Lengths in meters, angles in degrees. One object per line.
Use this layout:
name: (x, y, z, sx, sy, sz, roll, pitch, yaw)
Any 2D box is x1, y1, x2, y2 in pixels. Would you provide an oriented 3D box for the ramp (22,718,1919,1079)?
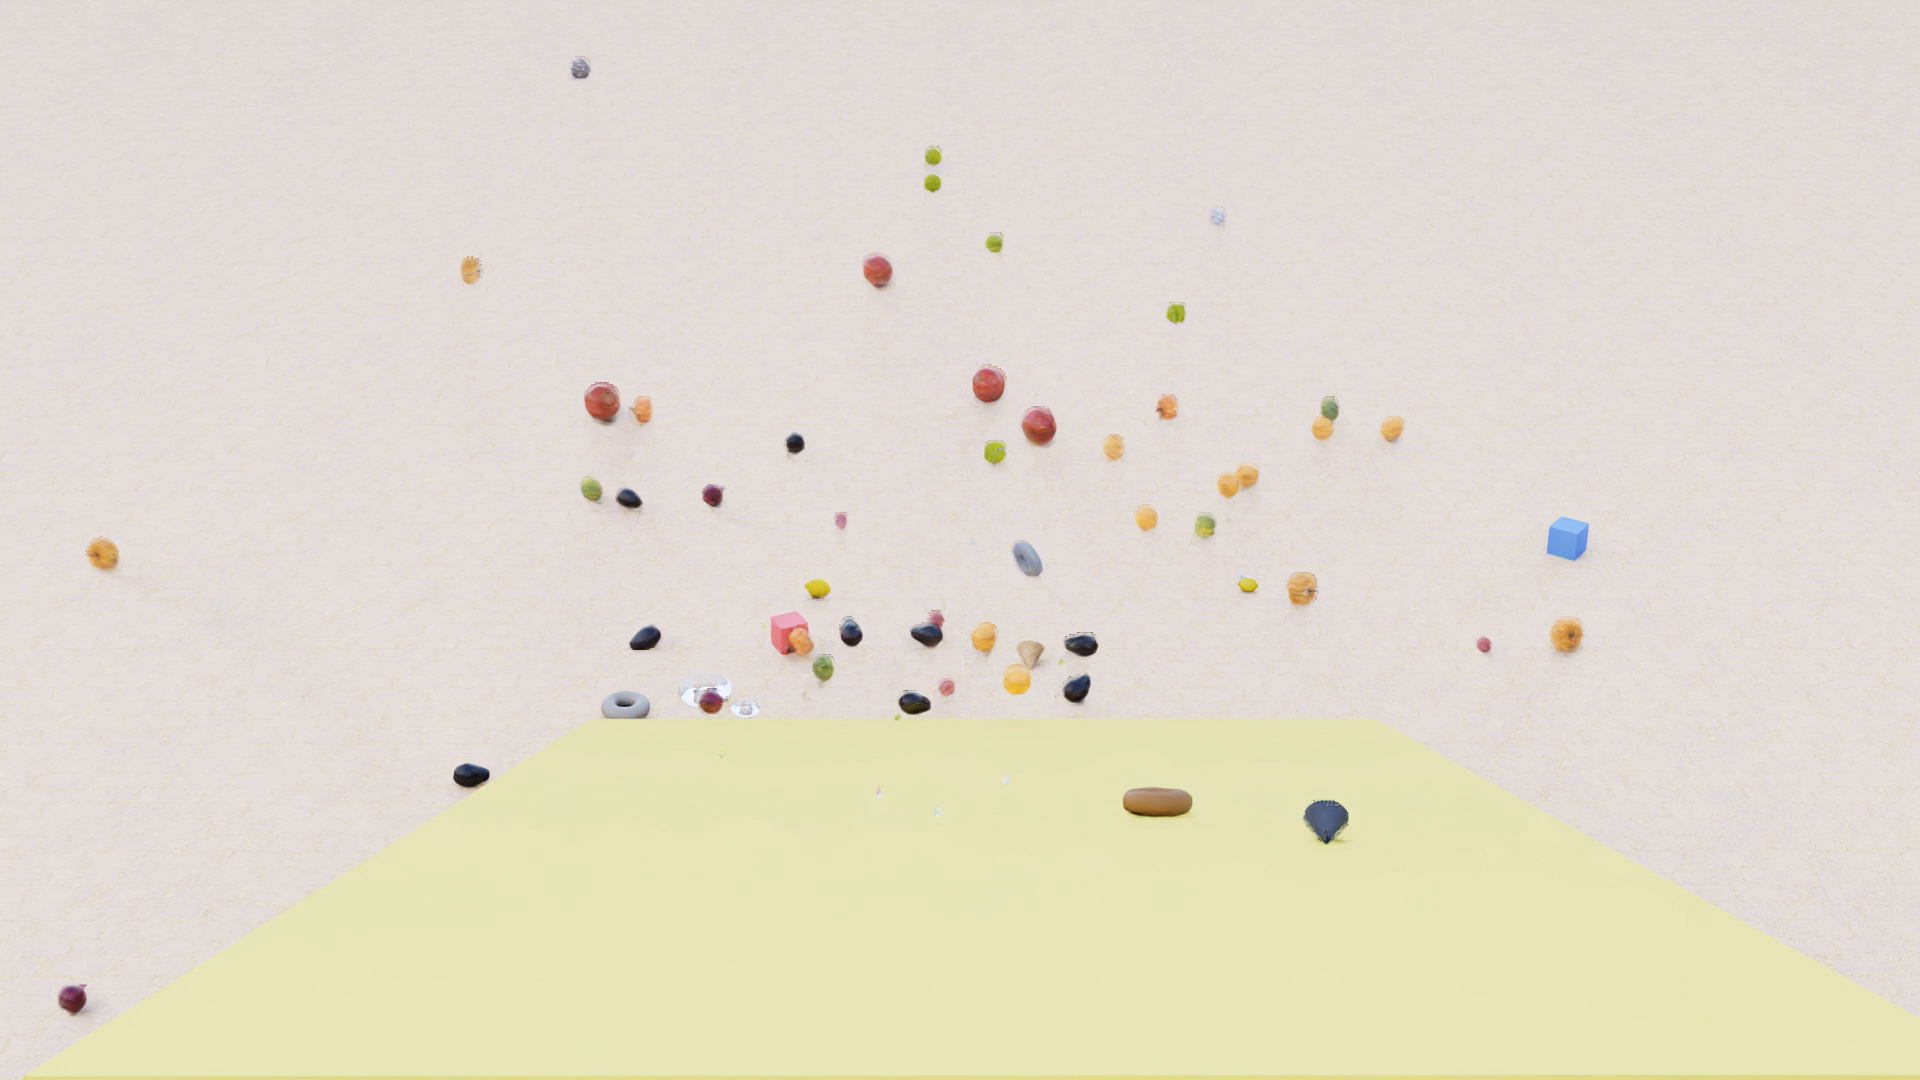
ramp: (0.060, 0.545, 4.581, 2.000, 0.100, 4.000, 0, 1, 0)

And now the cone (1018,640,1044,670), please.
cone: (0.190, 0.325, 7.003, 0.075, 0.075, 0.075, 2, 53, 4)

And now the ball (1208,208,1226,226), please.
ball: (1.010, -1.269, 10.139, 0.066, 0.066, 0.066, 0, 27, 0)

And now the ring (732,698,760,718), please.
ring: (-0.563, 0.441, 6.781, 0.076, 0.025, 0.076, 1, 26, 0)

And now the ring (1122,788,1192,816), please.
ring: (0.356, 0.472, 4.663, 0.128, 0.043, 0.128, 1, 0, 0)

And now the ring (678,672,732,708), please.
ring: (-0.676, 0.397, 6.845, 0.143, 0.048, 0.143, -1, 27, 1)

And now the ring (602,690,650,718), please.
ring: (-0.877, 0.438, 6.768, 0.129, 0.043, 0.129, 1, 27, -1)

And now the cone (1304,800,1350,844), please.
cone: (0.608, 0.484, 4.288, 0.076, 0.076, 0.076, 4, 25, 8)

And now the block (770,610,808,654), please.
block: (-0.470, 0.254, 7.092, 0.080, 0.080, 0.080, -13, 29, -24)

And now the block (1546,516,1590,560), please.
block: (1.790, -0.005, 7.599, 0.088, 0.088, 0.088, 17, 31, 31)

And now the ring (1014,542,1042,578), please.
ring: (0.196, 0.056, 7.451, 0.038, 0.114, 0.114, -32, 37, -21)

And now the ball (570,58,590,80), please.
ball: (-1.752, -2.174, 11.912, 0.092, 0.092, 0.092, 0, 27, 0)
